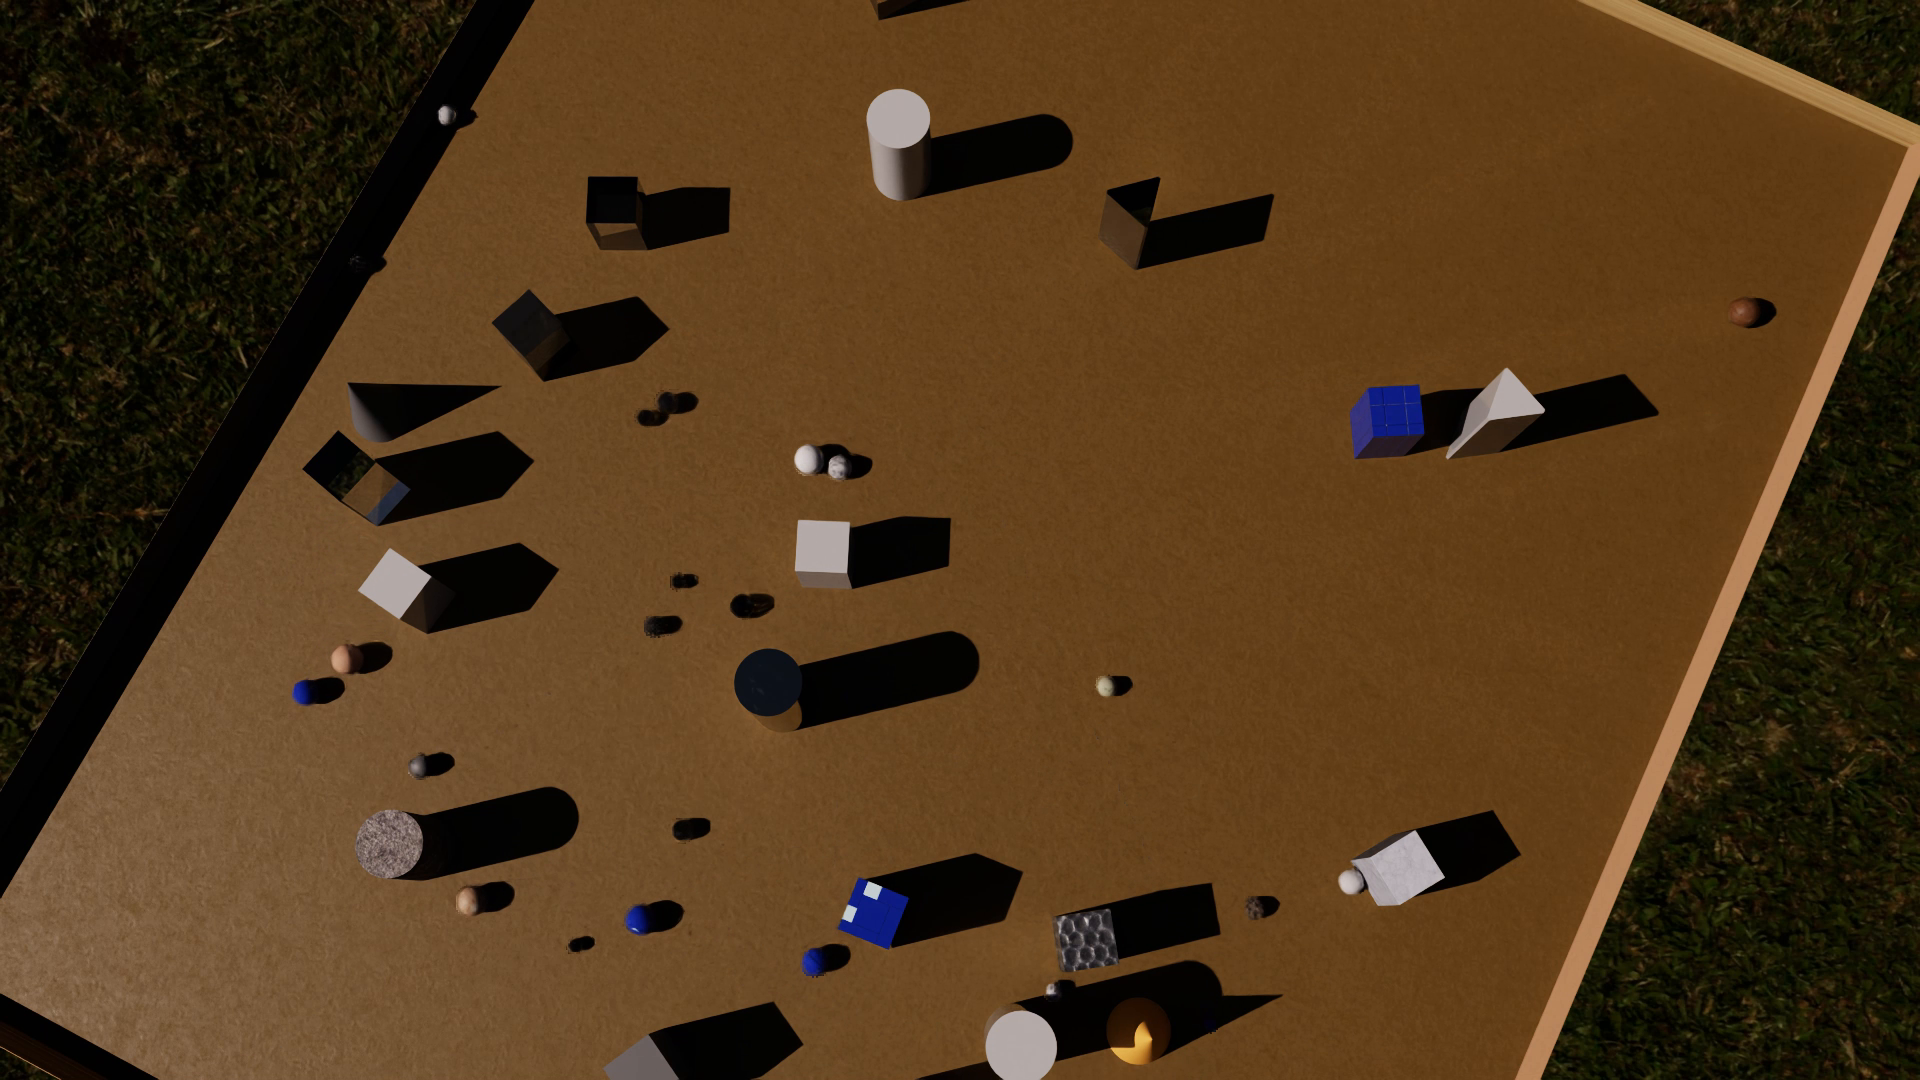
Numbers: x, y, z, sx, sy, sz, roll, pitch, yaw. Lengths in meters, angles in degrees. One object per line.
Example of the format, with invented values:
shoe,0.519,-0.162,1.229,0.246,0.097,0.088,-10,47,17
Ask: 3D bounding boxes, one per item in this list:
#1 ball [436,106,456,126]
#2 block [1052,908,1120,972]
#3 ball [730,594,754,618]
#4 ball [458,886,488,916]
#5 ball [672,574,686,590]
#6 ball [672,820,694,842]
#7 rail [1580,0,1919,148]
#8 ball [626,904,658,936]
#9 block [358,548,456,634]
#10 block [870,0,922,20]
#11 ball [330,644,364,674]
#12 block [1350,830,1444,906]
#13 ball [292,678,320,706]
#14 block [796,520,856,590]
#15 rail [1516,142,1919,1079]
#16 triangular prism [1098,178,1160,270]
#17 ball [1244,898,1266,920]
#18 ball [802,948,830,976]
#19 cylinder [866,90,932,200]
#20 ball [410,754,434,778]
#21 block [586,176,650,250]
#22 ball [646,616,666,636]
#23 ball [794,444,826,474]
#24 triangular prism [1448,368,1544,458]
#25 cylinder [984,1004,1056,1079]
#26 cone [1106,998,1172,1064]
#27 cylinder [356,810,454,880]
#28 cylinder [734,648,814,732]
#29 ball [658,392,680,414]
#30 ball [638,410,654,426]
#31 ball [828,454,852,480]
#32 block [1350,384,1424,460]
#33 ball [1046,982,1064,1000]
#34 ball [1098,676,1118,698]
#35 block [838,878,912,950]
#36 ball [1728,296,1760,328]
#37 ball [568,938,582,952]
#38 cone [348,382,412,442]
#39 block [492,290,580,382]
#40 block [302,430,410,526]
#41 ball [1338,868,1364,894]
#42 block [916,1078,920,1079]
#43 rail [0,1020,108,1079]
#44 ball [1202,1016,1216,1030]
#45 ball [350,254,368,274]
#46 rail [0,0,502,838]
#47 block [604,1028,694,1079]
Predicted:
ball,-1.644,-1.357,5.863,0.067,0.067,0.067,0,78,0
block,0.355,1.141,5.231,0.152,0.292,0.152,-9,78,-2
ball,-0.658,0.201,5.537,0.074,0.074,0.074,0,78,0
ball,-1.423,1.054,5.354,0.087,0.087,0.087,0,78,0
ball,-0.854,0.127,5.568,0.044,0.044,0.044,0,78,0
ball,-0.818,0.857,5.407,0.063,0.063,0.063,0,78,0
rail,1.123,-2.193,6.006,4.331,0.123,0.045,26,80,5
ball,-0.927,1.108,5.342,0.089,0.089,0.089,0,78,0
block,-1.637,0.154,5.442,0.152,0.278,0.152,33,80,6
block,-0.222,-1.816,5.854,0.152,0.271,0.152,-21,79,-4
ball,-1.837,0.358,5.495,0.094,0.094,0.094,0,78,0
block,1.258,0.947,5.282,0.152,0.271,0.152,-30,80,-6
ball,-1.954,0.455,5.482,0.079,0.079,0.079,0,78,0
block,-0.401,0.045,5.472,0.152,0.265,0.152,2,78,0
rail,1.916,0.944,5.357,0.045,0.123,5.069,26,80,5
triangular prism,0.546,-0.995,5.637,0.164,0.364,0.142,44,82,8
ball,0.862,1.080,5.362,0.061,0.061,0.061,0,78,0
ball,-0.419,1.224,5.324,0.078,0.078,0.078,0,78,0
cylinder,-0.183,-1.215,5.660,0.190,0.407,0.190,0,78,0
ball,-1.598,0.672,5.443,0.067,0.067,0.067,0,78,0
block,-1.064,-1.016,5.709,0.152,0.230,0.152,0,78,0
ball,-0.918,0.259,5.533,0.059,0.059,0.059,0,78,0
ball,-0.460,-0.248,5.620,0.093,0.093,0.093,0,78,0
triangular prism,1.576,-0.379,5.462,0.164,0.456,0.142,-8,78,-2
cylinder,0.163,1.395,5.095,0.190,0.457,0.190,0,78,0
cone,0.519,1.386,5.133,0.190,0.384,0.190,0,78,0
cylinder,-1.591,0.880,5.267,0.190,0.328,0.190,0,78,0
cylinder,-0.531,0.440,5.297,0.190,0.447,0.190,0,78,0
ball,-0.903,-0.424,5.669,0.068,0.068,0.068,0,78,0
ball,-0.972,-0.378,5.668,0.052,0.052,0.052,0,78,0
ball,-0.368,-0.224,5.624,0.076,0.076,0.076,0,78,0
block,1.292,-0.355,5.554,0.152,0.266,0.152,-3,78,-1
ball,0.275,1.310,5.320,0.050,0.050,0.050,0,78,0
ball,0.442,0.441,5.494,0.061,0.061,0.061,0,78,0
block,-0.241,1.069,5.244,0.152,0.297,0.152,21,79,4
ball,2.445,-0.711,5.715,0.095,0.095,0.095,0,78,0
ball,-1.121,1.184,5.351,0.040,0.040,0.040,0,78,0
cone,-1.797,-0.428,5.535,0.190,0.333,0.190,0,78,0
block,-1.298,-0.624,5.617,0.152,0.253,0.152,-43,82,-8
block,-1.800,-0.181,5.480,0.152,0.341,0.152,39,81,7
ball,1.147,1.001,5.372,0.074,0.074,0.074,0,78,0
block,-0.164,1.625,5.164,0.152,0.229,0.152,-19,79,-4
rail,-1.123,2.206,5.096,4.331,0.123,0.045,26,80,5
ball,0.723,1.401,5.306,0.041,0.041,0.041,0,78,0
ball,-1.891,-0.869,5.766,0.058,0.058,0.058,0,78,0
rail,-1.916,-0.931,5.745,0.045,0.123,5.069,26,80,5
block,-0.874,1.493,5.162,0.152,0.285,0.152,-36,81,-7
